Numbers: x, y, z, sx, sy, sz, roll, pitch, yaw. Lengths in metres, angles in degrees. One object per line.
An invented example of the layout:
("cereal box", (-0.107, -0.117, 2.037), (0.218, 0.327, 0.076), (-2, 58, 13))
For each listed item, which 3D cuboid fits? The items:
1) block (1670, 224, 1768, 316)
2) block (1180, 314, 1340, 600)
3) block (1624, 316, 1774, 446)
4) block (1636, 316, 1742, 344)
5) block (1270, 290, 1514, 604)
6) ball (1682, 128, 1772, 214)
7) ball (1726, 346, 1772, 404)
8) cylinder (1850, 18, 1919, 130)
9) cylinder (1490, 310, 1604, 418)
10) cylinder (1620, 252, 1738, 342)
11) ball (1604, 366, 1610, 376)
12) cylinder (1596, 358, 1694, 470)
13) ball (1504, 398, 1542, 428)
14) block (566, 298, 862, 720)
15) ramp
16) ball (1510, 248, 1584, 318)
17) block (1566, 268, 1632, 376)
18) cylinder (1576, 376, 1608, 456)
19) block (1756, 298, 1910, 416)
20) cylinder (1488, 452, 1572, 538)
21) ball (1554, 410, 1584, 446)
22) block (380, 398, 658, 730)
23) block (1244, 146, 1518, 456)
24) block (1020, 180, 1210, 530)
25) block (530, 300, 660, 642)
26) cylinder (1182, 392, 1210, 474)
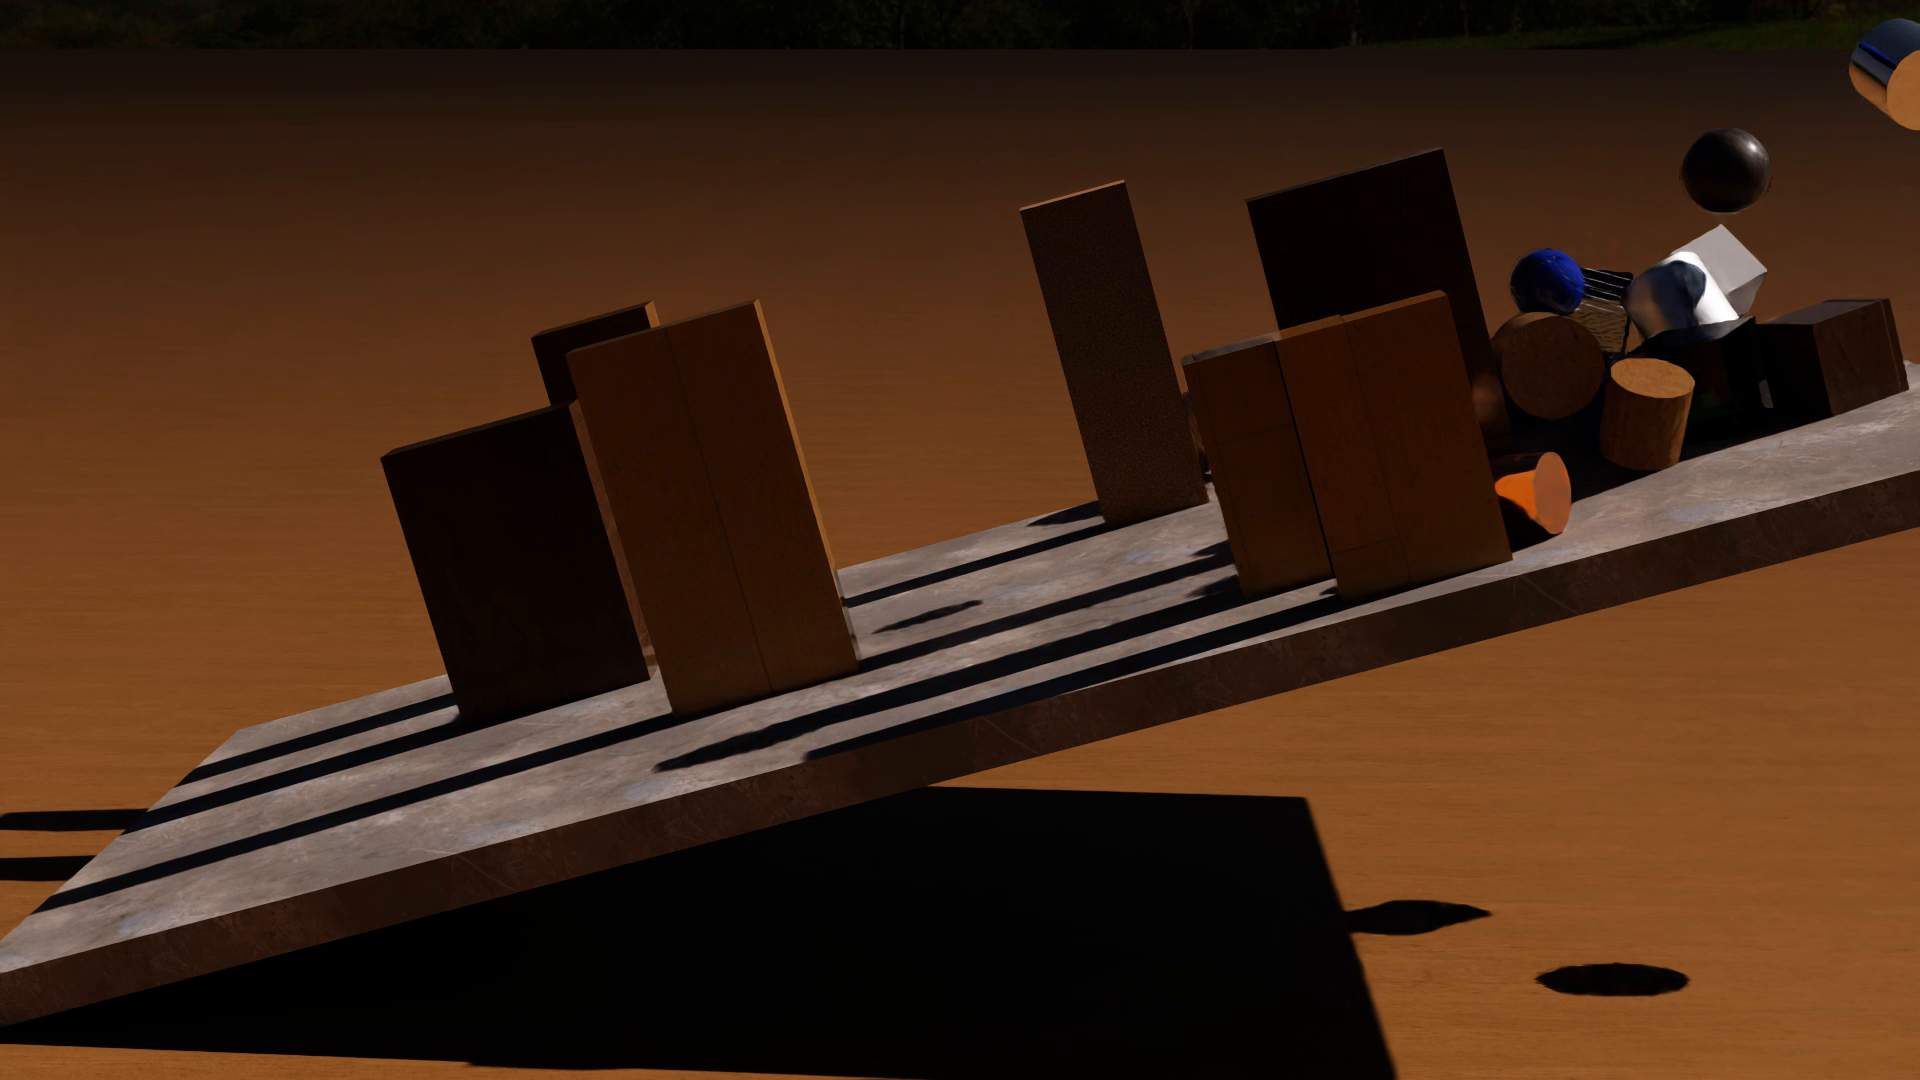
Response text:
("block", (1.637, -0.562, 6.418), (0.148, 0.148, 0.148), (-29, 64, -20))
("block", (0.644, -0.162, 5.704), (0.320, 0.472, 0.136), (-15, 9, 4))
("block", (1.518, -0.321, 6.026), (0.204, 0.204, 0.204), (-9, 12, 37))
("block", (1.643, -0.470, 6.616), (0.190, 0.190, 0.190), (-15, -4, 2))
("block", (0.793, -0.170, 5.409), (0.321, 0.504, 0.102), (-15, 9, 4))
("ball", (1.529, -0.736, 5.869), (0.173, 0.173, 0.173), (0, 10, 0))
("ball", (1.670, -0.346, 6.168), (0.124, 0.124, 0.124), (0, 10, 0))
("cylinder", (1.967, -0.964, 6.089), (0.183, 0.183, 0.183), (-2, 27, -8))
("cylinder", (1.217, -0.367, 6.122), (0.209, 0.209, 0.209), (0, 8, 2))
("cylinder", (1.535, -0.482, 6.257), (0.187, 0.187, 0.187), (-25, -20, -10))
("ball", (1.419, -0.326, 6.494), (0.115, 0.115, 0.115), (0, 10, 0))
("cylinder", (1.355, -0.249, 5.815), (0.164, 0.164, 0.164), (2, 32, -1))
("ball", (1.258, -0.347, 6.662), (0.185, 0.185, 0.185), (0, 10, 0))
("block", (-0.499, -0.060, 6.024), (0.397, 0.784, 0.096), (-15, 9, 4))
("ramp", (0.082, 0.190, 6.327), (4.000, 0.100, 2.000), (-15, 9, 4))
("ball", (1.250, -0.541, 6.262), (0.157, 0.157, 0.157), (0, 10, 0))
("block", (1.378, -0.478, 6.457), (0.168, 0.168, 0.168), (7, 39, 8))
("cylinder", (1.354, -0.258, 6.083), (0.129, 0.129, 0.129), (5, 32, 28))
("block", (1.764, -0.370, 5.952), (0.191, 0.191, 0.191), (-19, 10, -18))
("cylinder", (1.043, -0.084, 5.531), (0.157, 0.157, 0.157), (-4, 6, 37))
("ball", (1.323, -0.259, 6.250), (0.117, 0.117, 0.117), (0, 10, 0))
("block", (-0.985, 0.054, 6.604), (0.437, 0.638, 0.135), (-15, 9, 4))
("block", (0.879, -0.417, 6.101), (0.412, 0.703, 0.086), (-15, 9, 4))
("block", (0.360, -0.429, 6.823), (0.248, 0.767, 0.103), (-15, 9, 4))
("block", (-0.764, -0.152, 7.009), (0.279, 0.780, 0.148), (-15, 9, 4))
("cylinder", (0.618, -0.285, 7.171), (0.198, 0.198, 0.198), (-28, 0, 22))
